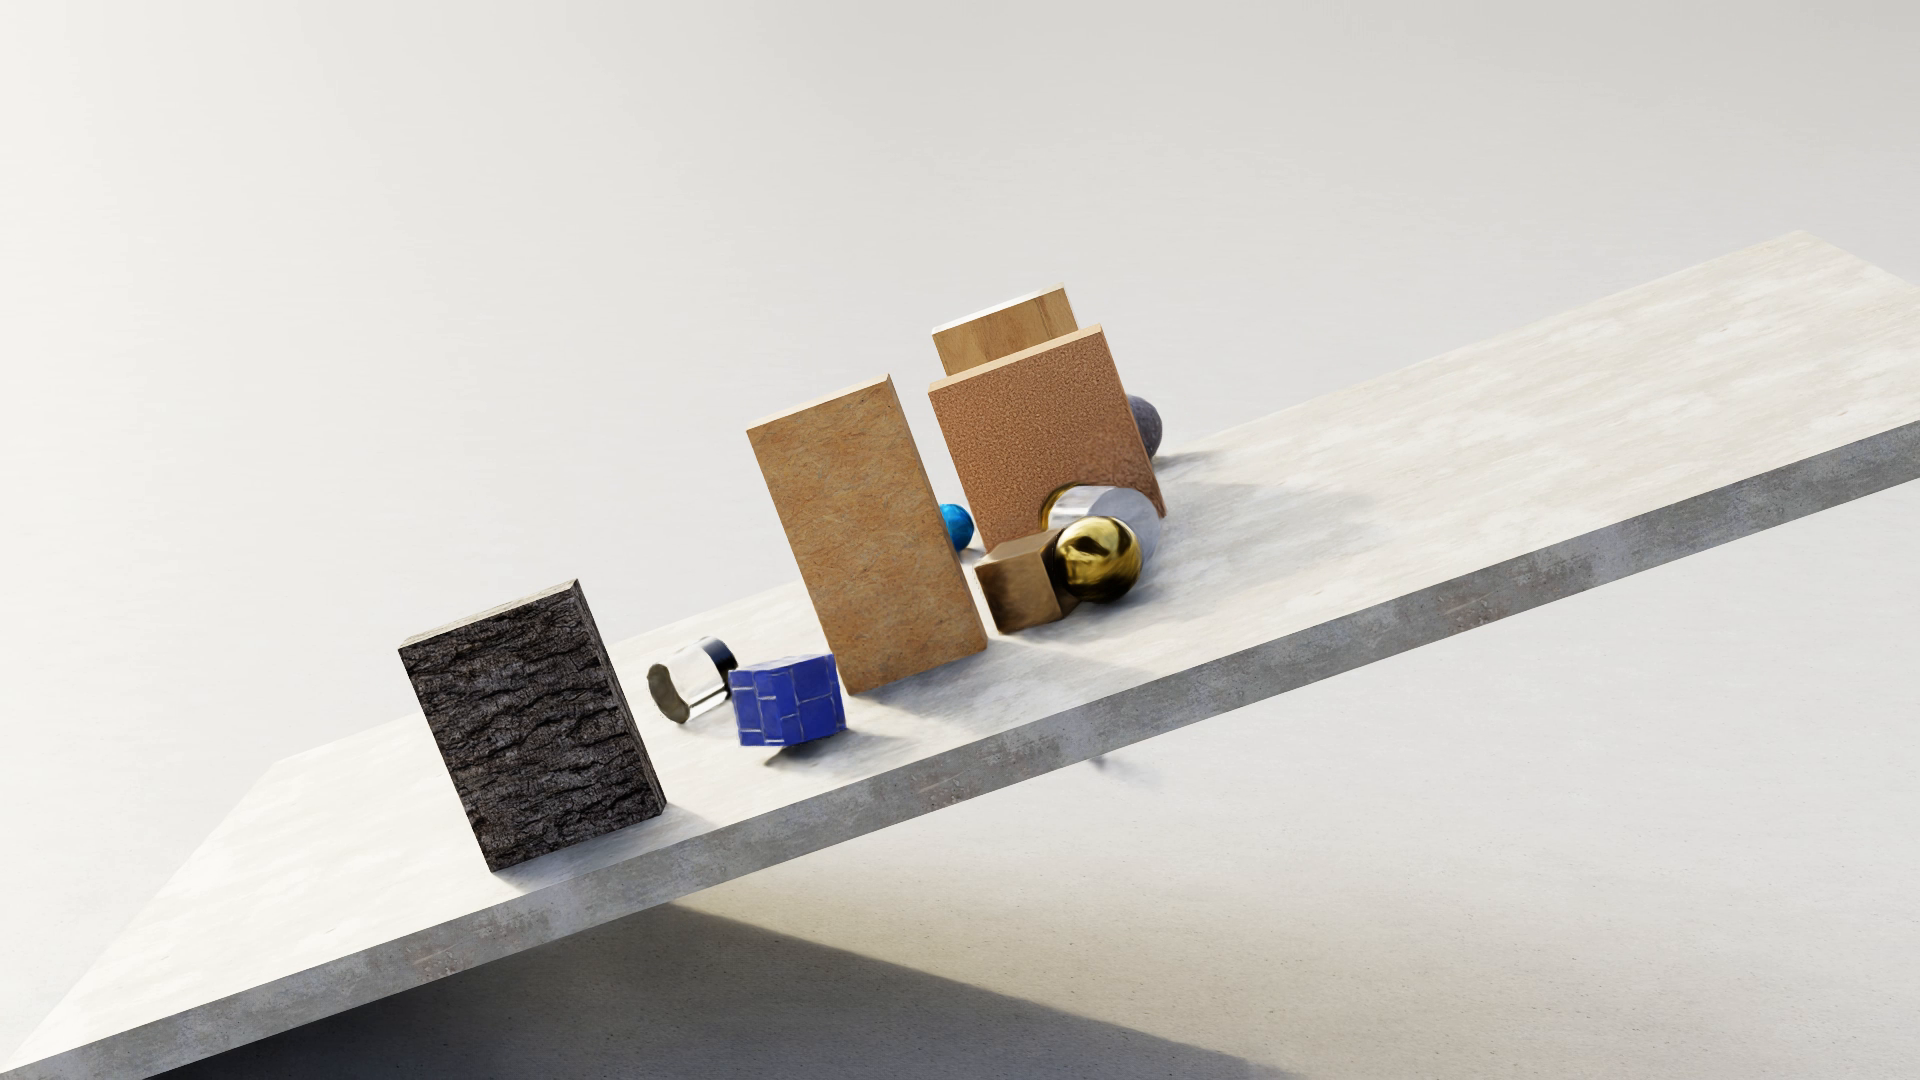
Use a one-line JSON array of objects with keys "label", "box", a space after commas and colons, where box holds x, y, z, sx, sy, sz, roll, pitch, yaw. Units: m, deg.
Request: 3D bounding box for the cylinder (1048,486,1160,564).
[{"label": "cylinder", "box": [0.302, -0.025, 6.200, 0.177, 0.177, 0.177, -6, 4, -23]}]

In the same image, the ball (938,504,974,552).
[{"label": "ball", "box": [-0.027, -0.027, 6.942, 0.120, 0.120, 0.120, 0, 13, 0]}]

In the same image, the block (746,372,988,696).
[{"label": "block", "box": [-0.185, -0.010, 5.949, 0.299, 0.585, 0.098, -19, 11, 6]}]

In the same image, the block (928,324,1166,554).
[{"label": "block", "box": [0.196, -0.202, 6.560, 0.405, 0.439, 0.126, -19, 11, 6]}]

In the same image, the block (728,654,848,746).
[{"label": "block", "box": [-0.337, 0.313, 5.735, 0.151, 0.151, 0.151, -13, 5, -38]}]

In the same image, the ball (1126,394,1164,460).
[{"label": "ball", "box": [0.406, -0.265, 7.158, 0.177, 0.177, 0.177, 0, 13, 0]}]

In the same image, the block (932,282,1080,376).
[{"label": "block", "box": [0.175, -0.318, 6.985, 0.329, 0.500, 0.108, -19, 11, 6]}]

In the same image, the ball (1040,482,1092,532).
[{"label": "ball", "box": [0.256, -0.045, 6.421, 0.163, 0.163, 0.163, 0, 13, 0]}]

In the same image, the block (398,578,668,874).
[{"label": "block", "box": [-0.815, 0.356, 5.627, 0.354, 0.472, 0.086, -19, 11, 6]}]

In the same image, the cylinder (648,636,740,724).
[{"label": "cylinder", "box": [-0.569, 0.299, 6.307, 0.143, 0.143, 0.143, -29, 28, -36]}]

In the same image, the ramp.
[{"label": "ramp", "box": [0.114, 0.177, 6.298, 4.000, 0.100, 2.000, -19, 11, 6]}]

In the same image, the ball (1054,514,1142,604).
[{"label": "ball", "box": [0.280, 0.039, 5.944, 0.179, 0.179, 0.179, 0, 13, 0]}]

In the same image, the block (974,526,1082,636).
[{"label": "block", "box": [0.148, 0.083, 6.036, 0.152, 0.152, 0.152, -15, 13, 27]}]
